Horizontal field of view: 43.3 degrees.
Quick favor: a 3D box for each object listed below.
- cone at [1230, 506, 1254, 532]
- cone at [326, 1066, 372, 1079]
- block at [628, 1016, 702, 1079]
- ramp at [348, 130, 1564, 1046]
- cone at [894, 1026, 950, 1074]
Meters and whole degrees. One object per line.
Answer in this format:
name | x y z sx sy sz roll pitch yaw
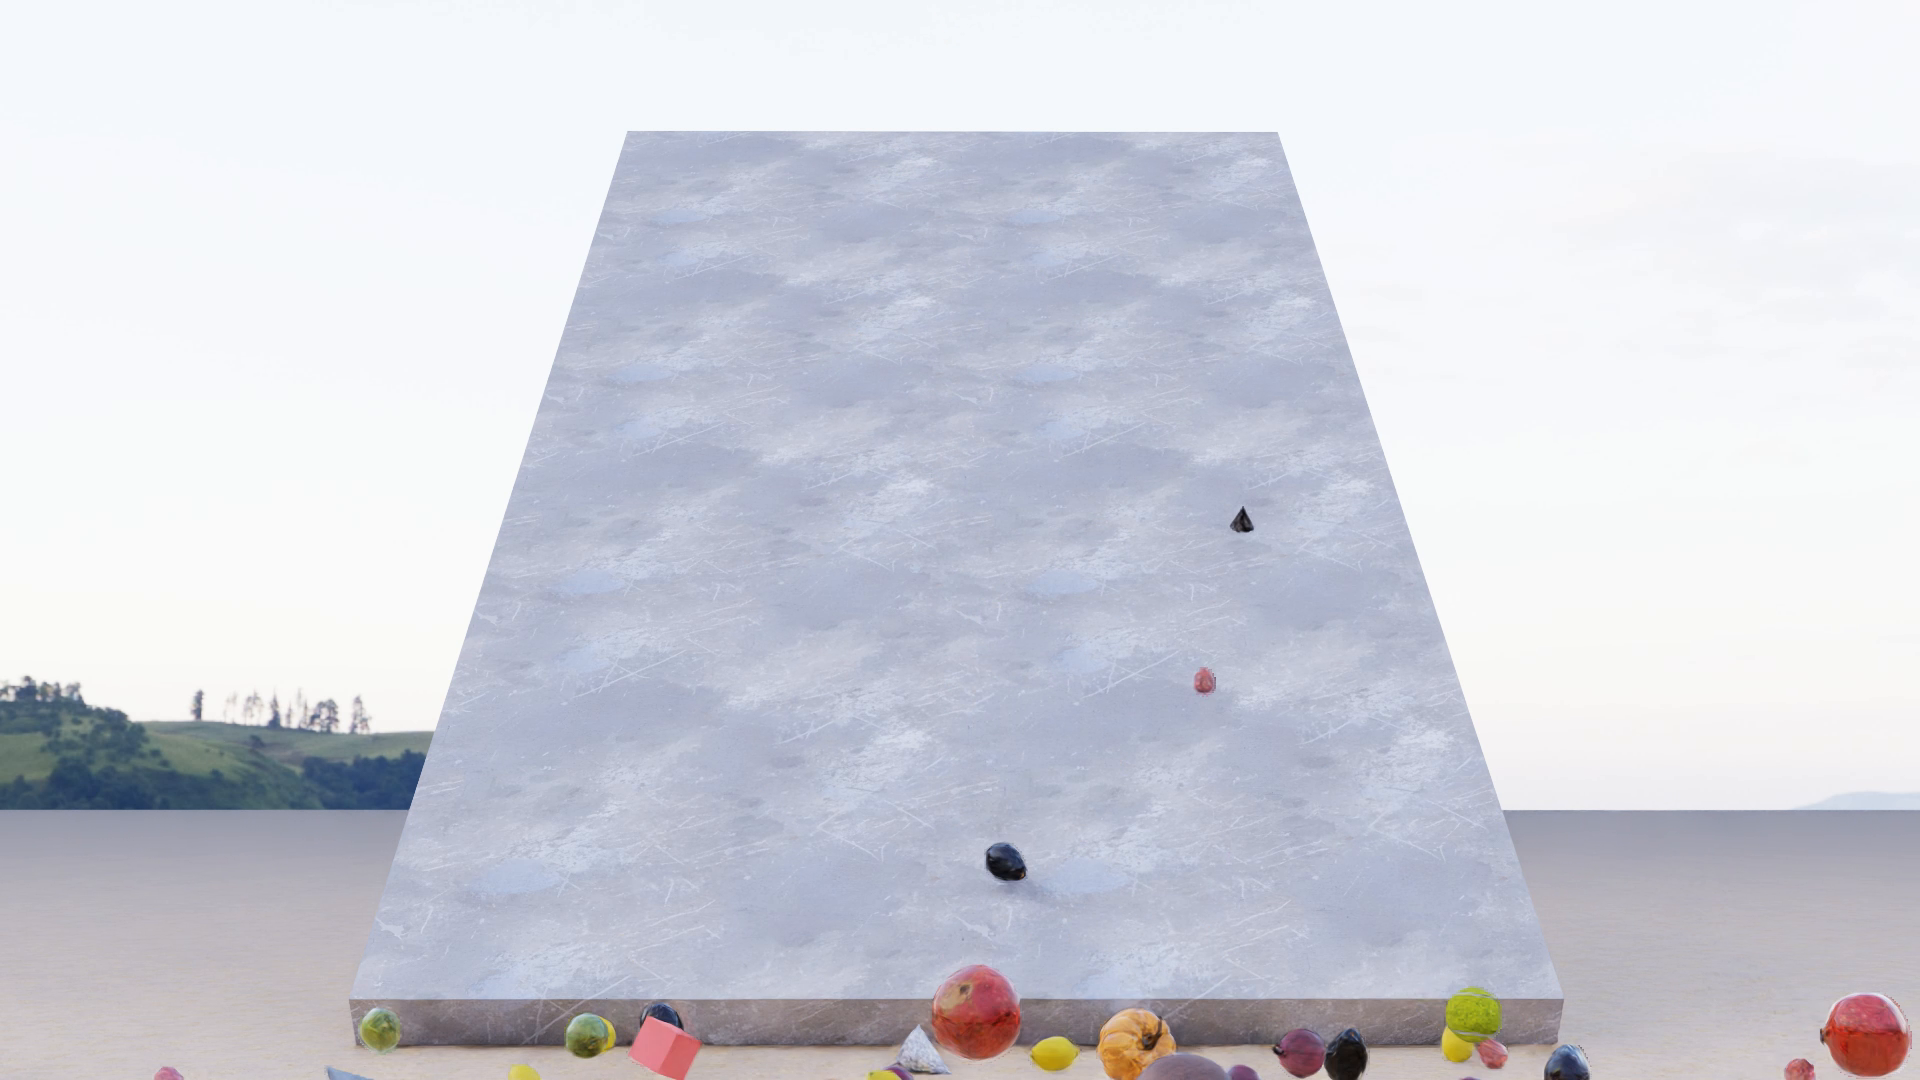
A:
cone | 0.621 -0.052 5.317 0.053 0.053 0.053 0 30 0
cone | -0.773 0.683 3.036 0.067 0.067 0.067 42 -4 5
block | -0.423 0.729 3.465 0.062 0.062 0.062 21 -10 36
ramp | -0.013 -0.208 5.733 2.000 0.100 4.000 0 30 0
cone | -0.046 0.777 3.604 0.078 0.078 0.078 26 1 17
